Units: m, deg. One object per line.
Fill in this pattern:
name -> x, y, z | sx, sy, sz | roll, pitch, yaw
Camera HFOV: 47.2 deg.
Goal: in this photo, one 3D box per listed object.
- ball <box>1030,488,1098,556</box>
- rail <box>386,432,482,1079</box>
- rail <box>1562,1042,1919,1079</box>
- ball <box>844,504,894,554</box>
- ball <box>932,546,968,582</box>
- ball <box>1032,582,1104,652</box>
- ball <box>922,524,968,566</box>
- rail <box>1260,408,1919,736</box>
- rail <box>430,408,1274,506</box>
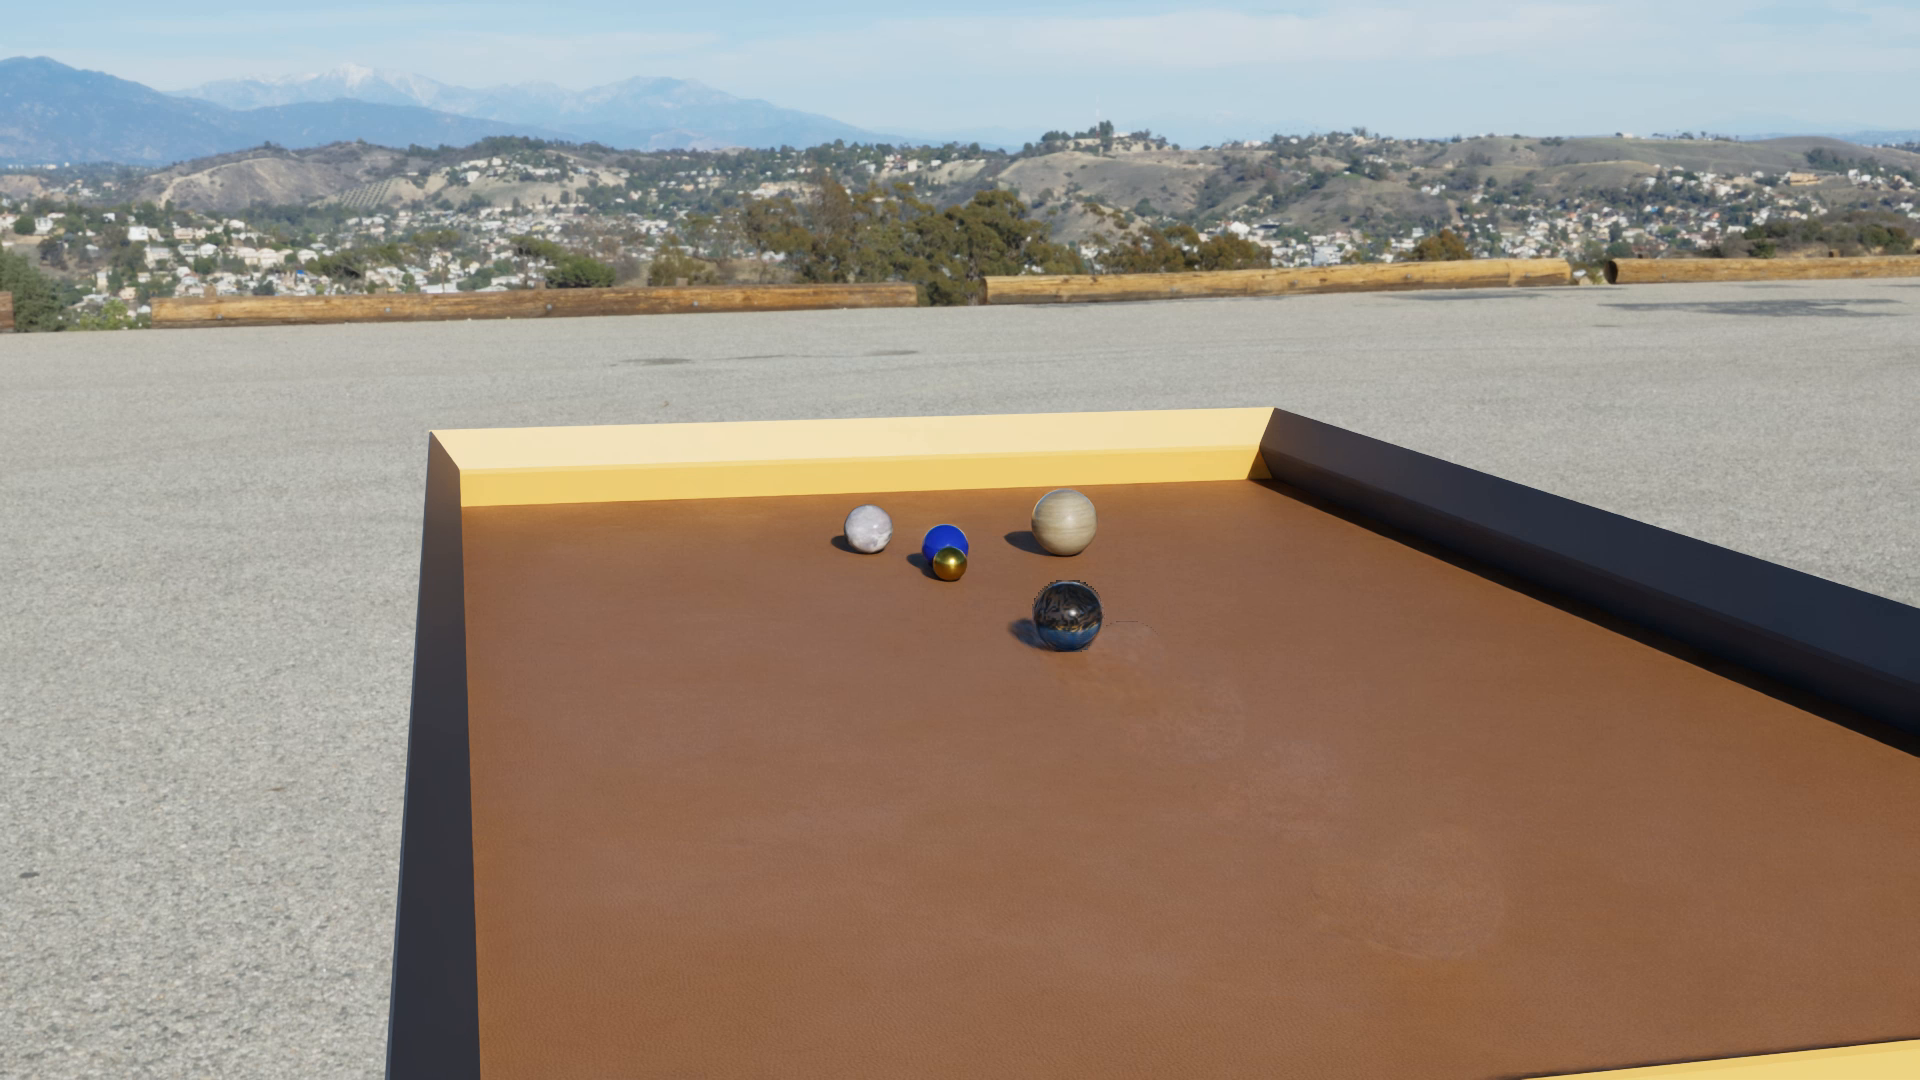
ball -> 0.150, -0.025, 3.165 | 0.097, 0.097, 0.097 | 0, 10, 0
rail -> -0.536, 0.116, 2.283 | 0.045, 0.126, 2.729 | -2, 10, -13
rail -> 0.451, 0.317, 1.151 | 1.459, 0.126, 0.045 | -2, 10, -13
ball -> -0.133, -0.016, 3.184 | 0.071, 0.071, 0.071 | 0, 10, 0
ball -> -0.014, 0.032, 2.983 | 0.047, 0.047, 0.047 | 0, 10, 0
ball -> 0.126, 0.089, 2.563 | 0.082, 0.082, 0.082 | 0, 10, 0
ball -> -0.021, 0.011, 3.049 | 0.066, 0.066, 0.066 | 0, 10, 0
rail -> 0.840, 0.061, 2.593 | 0.045, 0.126, 2.729 | -2, 10, -13
rail -> -0.147, -0.140, 3.725 | 1.459, 0.126, 0.045 | -2, 10, -13
